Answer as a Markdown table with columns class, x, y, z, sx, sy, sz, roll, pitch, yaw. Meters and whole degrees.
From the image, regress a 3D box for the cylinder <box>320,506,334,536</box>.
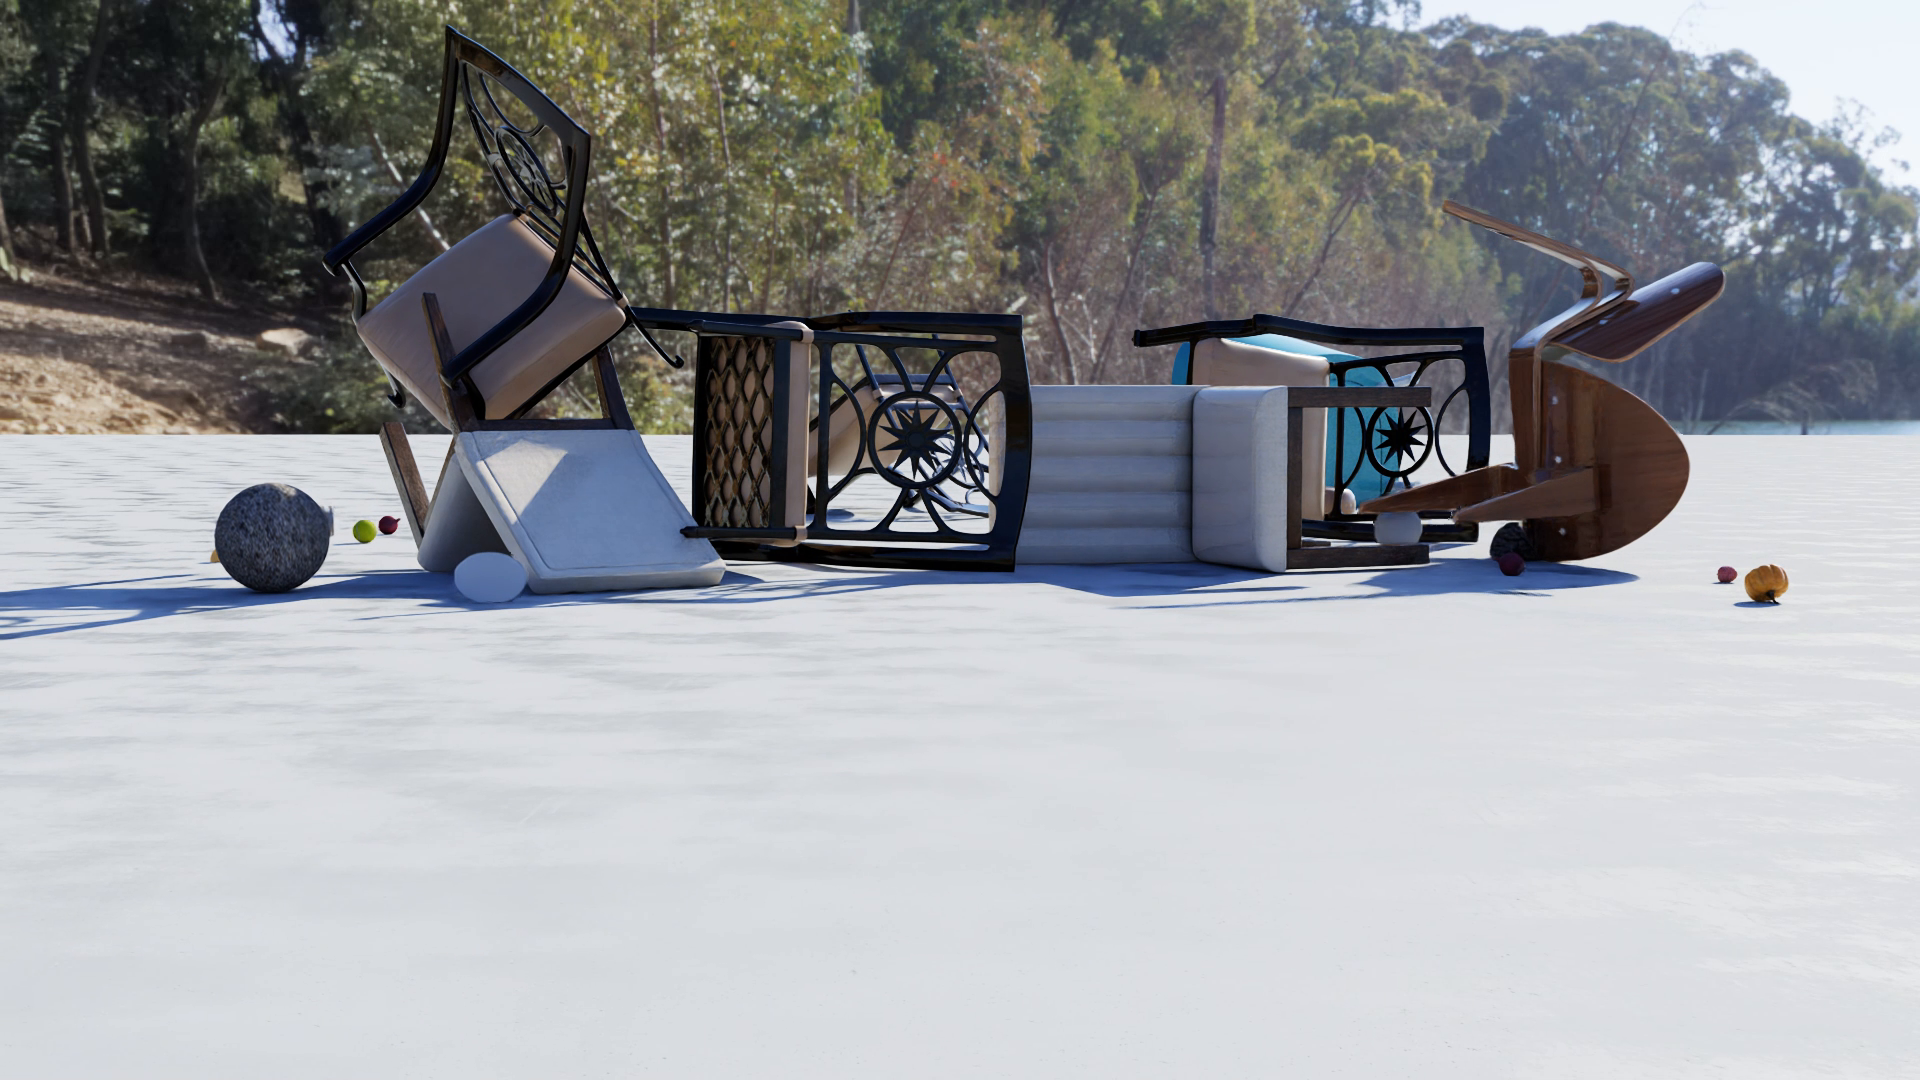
| class | x | y | z | sx | sy | sz | roll | pitch | yaw |
| --- | --- | --- | --- | --- | --- | --- | --- | --- | --- |
| cylinder | -1.960 | -0.058 | 6.733 | 0.082 | 0.100 | 0.078 | -1 | -40 | -15 |

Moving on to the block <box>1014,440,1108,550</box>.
| class | x | y | z | sx | sy | sz | roll | pitch | yaw |
| --- | --- | --- | --- | --- | --- | --- | --- | --- | --- |
| block | 0.288 | -0.136 | 6.350 | 0.164 | 0.299 | 0.346 | -1 | 4 | -16 |

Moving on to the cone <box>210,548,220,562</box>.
| class | x | y | z | sx | sy | sz | roll | pitch | yaw |
| --- | --- | --- | --- | --- | --- | --- | --- | --- | --- |
| cone | -1.913 | 0.046 | 5.715 | 0.062 | 0.052 | 0.041 | 15 | -19 | 46 |

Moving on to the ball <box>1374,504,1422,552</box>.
| class | x | y | z | sx | sy | sz | roll | pitch | yaw |
| --- | --- | --- | --- | --- | --- | --- | --- | --- | --- |
| ball | 1.203 | -0.031 | 6.043 | 0.131 | 0.131 | 0.131 | 0 | 4 | 0 |

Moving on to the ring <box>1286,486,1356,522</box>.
| class | x | y | z | sx | sy | sz | roll | pitch | yaw |
| --- | --- | --- | --- | --- | --- | --- | --- | --- | --- |
| ring | 1.223 | -0.120 | 7.454 | 0.231 | 0.118 | 0.242 | 5 | 5 | 43 |

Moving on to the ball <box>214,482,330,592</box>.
| class | x | y | z | sx | sy | sz | roll | pitch | yaw |
| --- | --- | --- | --- | --- | --- | --- | --- | --- | --- |
| ball | -1.516 | -0.005 | 4.849 | 0.243 | 0.243 | 0.243 | 0 | 4 | 0 |

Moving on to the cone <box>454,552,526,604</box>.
| class | x | y | z | sx | sy | sz | roll | pitch | yaw |
| --- | --- | --- | --- | --- | --- | --- | --- | --- | --- |
| cone | -0.976 | 0.102 | 4.679 | 0.176 | 0.116 | 0.107 | 12 | -21 | 22 |

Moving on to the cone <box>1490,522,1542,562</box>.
| class | x | y | z | sx | sy | sz | roll | pitch | yaw |
| --- | --- | --- | --- | --- | --- | --- | --- | --- | --- |
| cone | 1.471 | 0.029 | 5.741 | 0.111 | 0.115 | 0.208 | 27 | 5 | -5 |
